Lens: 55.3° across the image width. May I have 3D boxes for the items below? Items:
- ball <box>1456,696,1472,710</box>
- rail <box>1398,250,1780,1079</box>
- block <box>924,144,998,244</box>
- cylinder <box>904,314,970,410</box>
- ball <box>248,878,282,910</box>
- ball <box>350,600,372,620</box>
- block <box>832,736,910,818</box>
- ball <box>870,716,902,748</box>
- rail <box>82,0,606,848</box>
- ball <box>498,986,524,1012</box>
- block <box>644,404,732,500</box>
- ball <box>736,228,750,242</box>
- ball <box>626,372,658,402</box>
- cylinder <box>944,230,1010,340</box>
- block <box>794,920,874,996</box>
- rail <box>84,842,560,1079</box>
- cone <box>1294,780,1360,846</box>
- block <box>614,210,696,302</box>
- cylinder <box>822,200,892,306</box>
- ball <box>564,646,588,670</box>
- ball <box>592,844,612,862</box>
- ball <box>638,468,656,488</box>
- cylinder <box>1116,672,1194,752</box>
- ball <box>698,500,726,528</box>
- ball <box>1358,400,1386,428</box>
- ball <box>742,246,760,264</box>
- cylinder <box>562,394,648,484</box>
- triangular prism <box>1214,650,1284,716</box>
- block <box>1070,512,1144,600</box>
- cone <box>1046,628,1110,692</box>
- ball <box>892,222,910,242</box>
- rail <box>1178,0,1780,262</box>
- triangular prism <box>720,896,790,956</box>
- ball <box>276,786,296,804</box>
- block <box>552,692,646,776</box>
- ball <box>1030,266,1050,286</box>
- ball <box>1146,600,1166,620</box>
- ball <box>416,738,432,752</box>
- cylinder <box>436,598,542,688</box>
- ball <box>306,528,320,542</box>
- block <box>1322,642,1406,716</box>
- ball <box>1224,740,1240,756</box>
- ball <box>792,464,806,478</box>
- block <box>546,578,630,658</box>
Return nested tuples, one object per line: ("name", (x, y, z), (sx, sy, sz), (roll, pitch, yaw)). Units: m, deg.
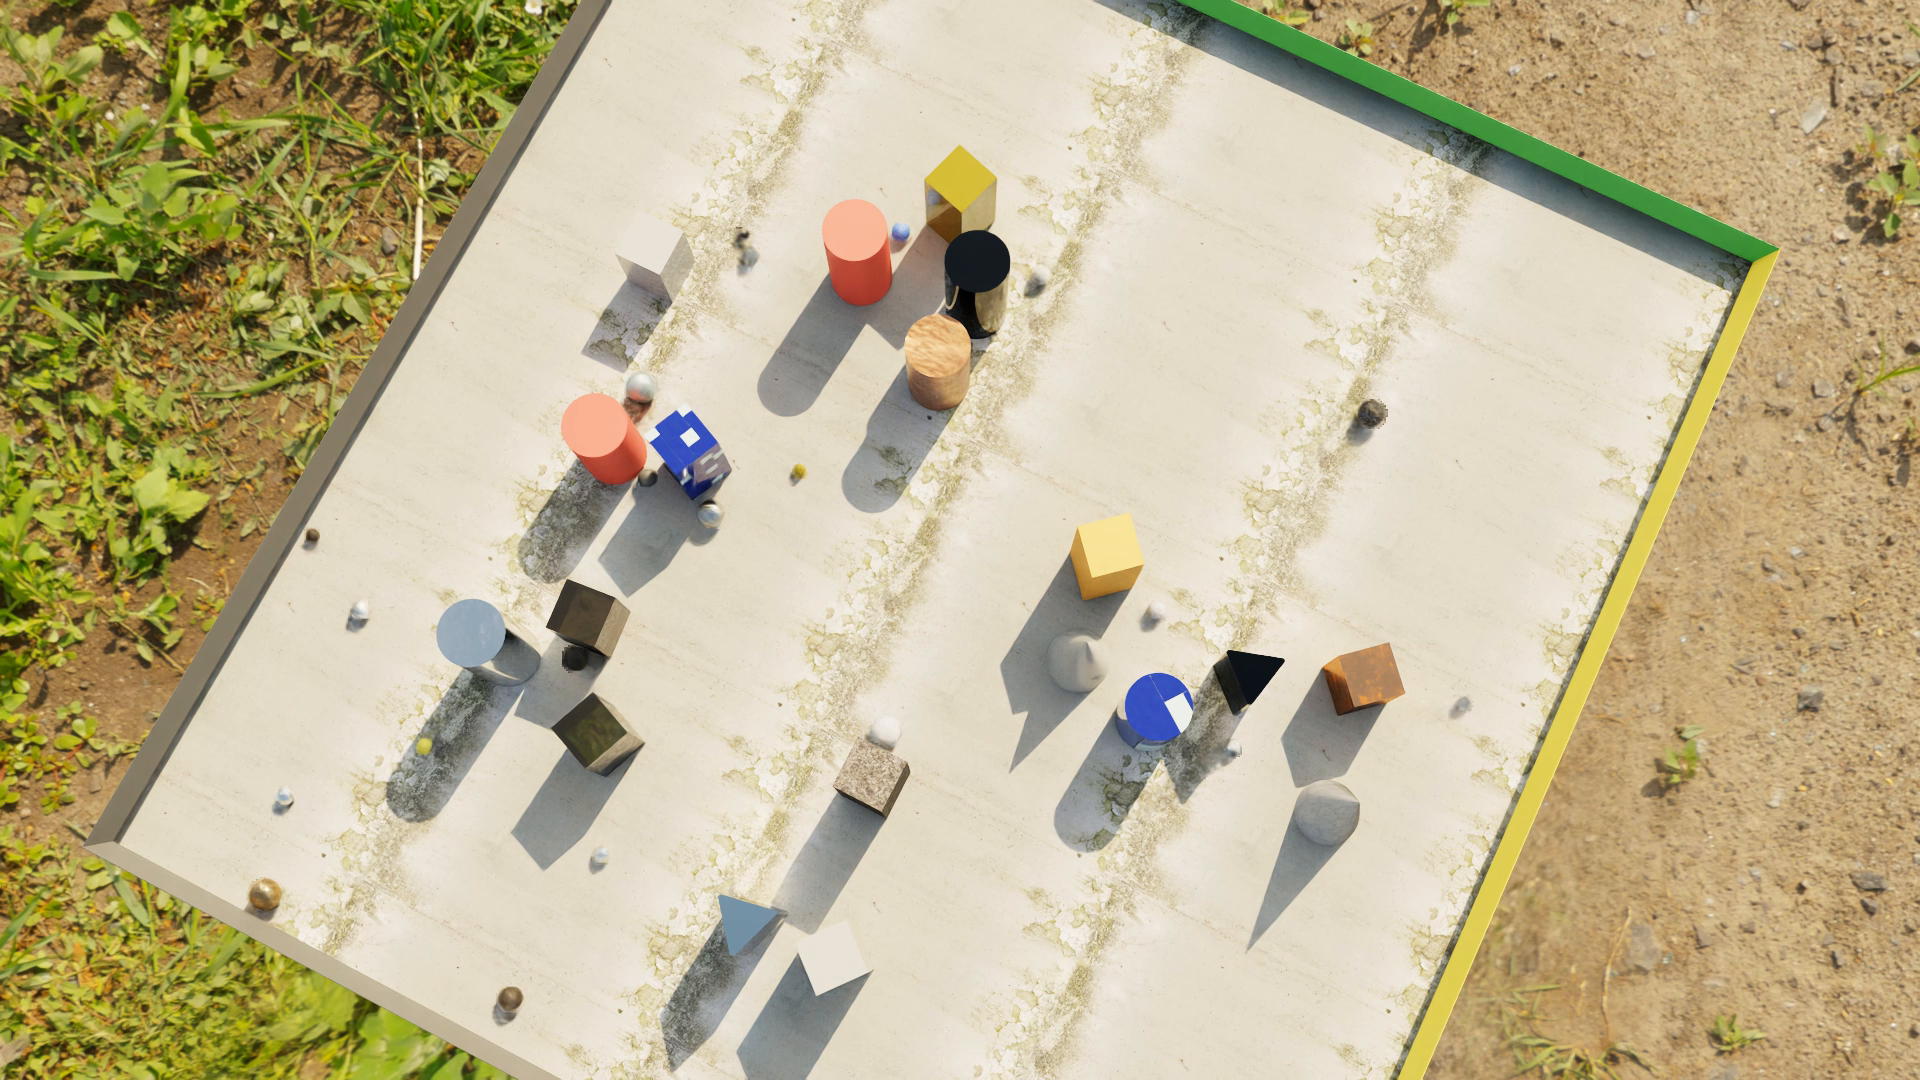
("ball", (1.510, 0.490, 5.493), (0.043, 0.043, 0.043), (0, 78, 0))
("rail", (1.647, 0.813, 5.383), (0.045, 0.126, 3.911), (26, 80, 5))
("block", (0.002, -1.045, 5.653), (0.155, 0.353, 0.155), (43, 81, 8))
("cylinder", (-0.066, -0.533, 5.543), (0.194, 0.360, 0.194), (0, 78, 0))
("ball", (-2.030, 1.037, 5.356), (0.091, 0.091, 0.091), (0, 78, 0))
("ball", (-1.812, 0.211, 5.542), (0.061, 0.061, 0.061), (0, 78, 0))
("block", (-0.251, 0.688, 5.281), (0.155, 0.379, 0.155), (27, 80, 5))
("ball", (-0.222, 0.571, 5.449), (0.096, 0.096, 0.096), (0, 78, 0))
("rail", (-1.647, -0.800, 5.717), (0.045, 0.126, 3.911), (26, 80, 5))
("ball", (-1.301, 1.327, 5.306), (0.071, 0.071, 0.071), (0, 78, 0))
("block", (-0.812, -0.260, 5.498), (0.155, 0.337, 0.155), (-39, 81, -7))
("ball", (-0.686, -0.966, 5.794), (0.043, 0.043, 0.043), (0, 78, 0))
("ball", (-0.983, -0.473, 5.665), (0.097, 0.097, 0.097), (0, 78, 0))
("cylinder", (0.051, -0.768, 5.552), (0.194, 0.437, 0.194), (0, 78, 0))
("block", (-0.353, 1.180, 5.196), (0.155, 0.345, 0.155), (-23, 79, -5))
("rail", (-0.864, 1.699, 5.200), (3.730, 0.126, 0.045), (26, 80, 5))
("cone", (1.092, 0.763, 5.224), (0.194, 0.460, 0.194), (0, 78, 0))
("block", (-0.939, -0.874, 5.665), (0.155, 0.258, 0.155), (26, 79, 5))
("cylinder", (-0.310, -0.873, 5.593), (0.194, 0.400, 0.194), (0, 78, 0))
("ball", (-1.153, 0.355, 5.504), (0.076, 0.076, 0.076), (0, 78, 0))
("ball", (-1.055, 0.924, 5.398), (0.054, 0.054, 0.054), (0, 78, 0))
("ball", (-0.962, -0.190, 5.626), (0.059, 0.059, 0.059), (0, 78, 0))
("cylinder", (0.562, 0.504, 5.343), (0.194, 0.332, 0.194), (0, 78, 0))
("ball", (-0.759, -0.082, 5.590), (0.085, 0.085, 0.085), (0, 78, 0))
("ball", (1.269, -0.390, 5.655), (0.083, 0.083, 0.083), (0, 78, 0))
("ball", (-0.661, -0.895, 5.773), (0.057, 0.057, 0.057), (0, 78, 0))
("cylinder", (-1.065, -0.300, 5.504), (0.194, 0.342, 0.194), (0, 78, 0))
("triangular prism", (0.822, 0.391, 5.387), (0.145, 0.291, 0.168), (38, 81, 7))
("block", (0.430, 0.053, 5.409), (0.155, 0.385, 0.155), (-14, 79, -3))
("cone", (0.358, 0.325, 5.353), (0.194, 0.384, 0.194), (0, 78, 0))
("ball", (-0.187, -0.975, 5.787), (0.061, 0.061, 0.061), (0, 78, 0))
("rail", (0.864, -1.685, 5.900), (3.730, 0.126, 0.045), (26, 80, 5))
("triangular prism", (-0.613, 1.065, 5.207), (0.168, 0.370, 0.145), (-43, 81, -8))
("ball", (-2.000, 0.757, 5.432), (0.055, 0.055, 0.055), (0, 78, 0))
("block", (-1.051, 0.570, 5.342), (0.155, 0.307, 0.155), (-41, 81, -8))
("ball", (0.254, -0.831, 5.756), (0.063, 0.063, 0.063), (0, 78, 0))
("ball", (0.594, 0.213, 5.542), (0.059, 0.059, 0.059), (0, 78, 0))
("ball", (-1.598, 0.612, 5.467), (0.044, 0.044, 0.044), (0, 78, 0))
("cylinder", (-1.363, 0.304, 5.325), (0.194, 0.447, 0.194), (0, 78, 0))
("ball", (-1.977, -0.014, 5.598), (0.043, 0.043, 0.043), (0, 78, 0))
("block", (1.190, 0.413, 5.409), (0.155, 0.239, 0.155), (-15, 79, -3))
("ball", (0.813, 0.619, 5.464), (0.048, 0.048, 0.048), (0, 78, 0))
("ball", (-0.496, -0.214, 5.639), (0.042, 0.042, 0.042), (0, 78, 0))
("block", (-1.101, 0.236, 5.439), (0.155, 0.251, 0.155), (21, 79, 4))
